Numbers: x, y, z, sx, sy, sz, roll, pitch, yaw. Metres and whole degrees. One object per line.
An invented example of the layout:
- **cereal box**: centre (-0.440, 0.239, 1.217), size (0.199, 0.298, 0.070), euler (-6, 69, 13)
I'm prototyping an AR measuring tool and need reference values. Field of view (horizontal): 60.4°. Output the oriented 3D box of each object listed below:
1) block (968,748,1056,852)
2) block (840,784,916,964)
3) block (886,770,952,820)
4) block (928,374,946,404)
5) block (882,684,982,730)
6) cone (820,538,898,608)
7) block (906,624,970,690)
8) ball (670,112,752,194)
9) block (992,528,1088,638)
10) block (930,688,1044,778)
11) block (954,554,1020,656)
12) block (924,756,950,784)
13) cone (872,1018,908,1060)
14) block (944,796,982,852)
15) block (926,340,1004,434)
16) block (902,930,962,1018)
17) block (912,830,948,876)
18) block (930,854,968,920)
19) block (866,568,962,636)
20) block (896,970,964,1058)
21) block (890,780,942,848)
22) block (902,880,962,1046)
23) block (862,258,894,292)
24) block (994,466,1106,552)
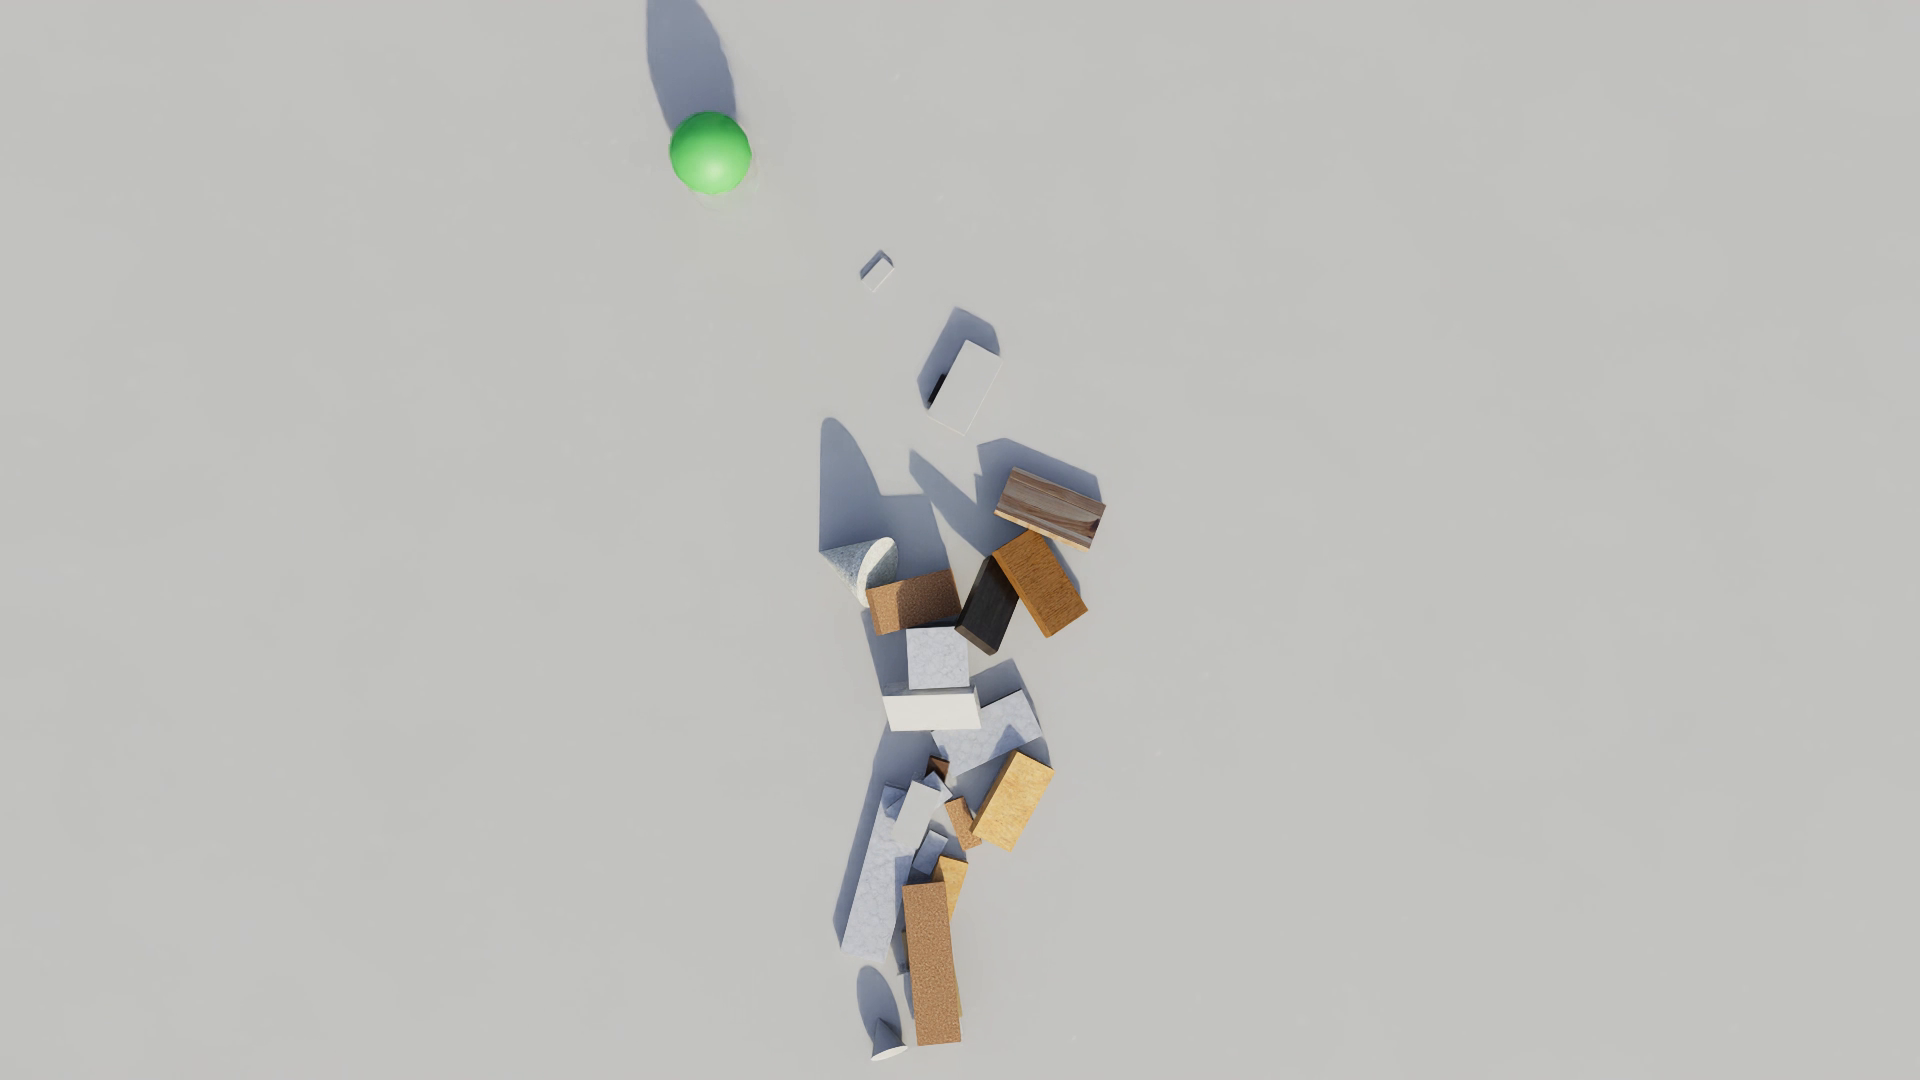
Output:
- **block**: centre (0.172, 0.862, 5.455), size (0.154, 0.044, 0.308), euler (29, 90, -18)
- **block**: centre (-0.249, 1.107, 5.478), size (0.154, 0.044, 0.570), euler (15, 90, 0)
- **block**: centre (-0.133, 0.863, 5.437), size (0.202, 0.029, 0.101), euler (-39, 90, 3)
- **block**: centre (-0.061, -0.496, 5.493), size (0.052, 0.015, 0.104), euler (27, 90, 0)
- **block**: centre (-0.089, 0.551, 5.406), size (0.305, 0.043, 0.153), euler (-3, 126, 13)
- **cone**: centre (-0.371, 0.073, 5.446), size (0.239, 0.239, 0.239), euler (18, 90, 27)
- **block**: centre (-0.071, 0.378, 5.403), size (0.194, 0.194, 0.194), euler (-3, 90, 0)
- **ball**: centre (-0.812, -1.257, 5.369), size (0.262, 0.262, 0.262), euler (0, 90, 0)
- **block**: centre (0.265, 0.138, 5.442), size (0.167, 0.047, 0.333), euler (-32, 90, -26)
- **block**: centre (0.089, 0.640, 5.476), size (0.333, 0.047, 0.167), euler (-25, 90, 0)
- **block**: centre (0.099, 0.211, 5.369), size (0.153, 0.043, 0.305), euler (38, 51, -17)
- **block**: centre (-0.081, 0.787, 5.463), size (0.068, 0.019, 0.137), euler (17, 108, 13)
- **cone**: centre (-0.253, 1.642, 5.472), size (0.126, 0.126, 0.126), euler (-21, 64, 0)
- **block**: centre (0.011, 0.944, 5.490), size (0.068, 0.019, 0.169), euler (-21, 90, 0)
- **block**: centre (0.018, -0.505, 5.465), size (0.141, 0.040, 0.282), euler (28, 90, 0)
- **block**: centre (-0.093, 1.439, 5.478), size (0.154, 0.044, 0.308), euler (-10, 90, 0)
- **block**: centre (-0.100, 1.039, 5.490), size (0.068, 0.019, 0.137), euler (27, 90, 0)
- **block**: centre (-0.051, 1.154, 5.476), size (0.101, 0.029, 0.202), euler (18, 91, -9)
- **block**: centre (-0.149, 0.202, 5.408), size (0.305, 0.043, 0.153), euler (-14, 90, -28)
- **block**: centre (-0.098, 1.545, 5.436), size (0.141, 0.040, 0.282), euler (-17, 90, 0)
- **block**: centre (-0.145, 0.898, 5.410), size (0.101, 0.029, 0.202), euler (22, 92, 1)
- **block**: centre (-0.094, 1.384, 5.398), size (0.141, 0.040, 0.512), euler (-6, 82, 2)
- **block**: centre (-0.273, -0.884, 5.493), size (0.052, 0.015, 0.104), euler (43, 90, 0)
- **block**: centre (0.298, -0.101, 5.451), size (0.333, 0.047, 0.167), euler (23, 71, 0)
